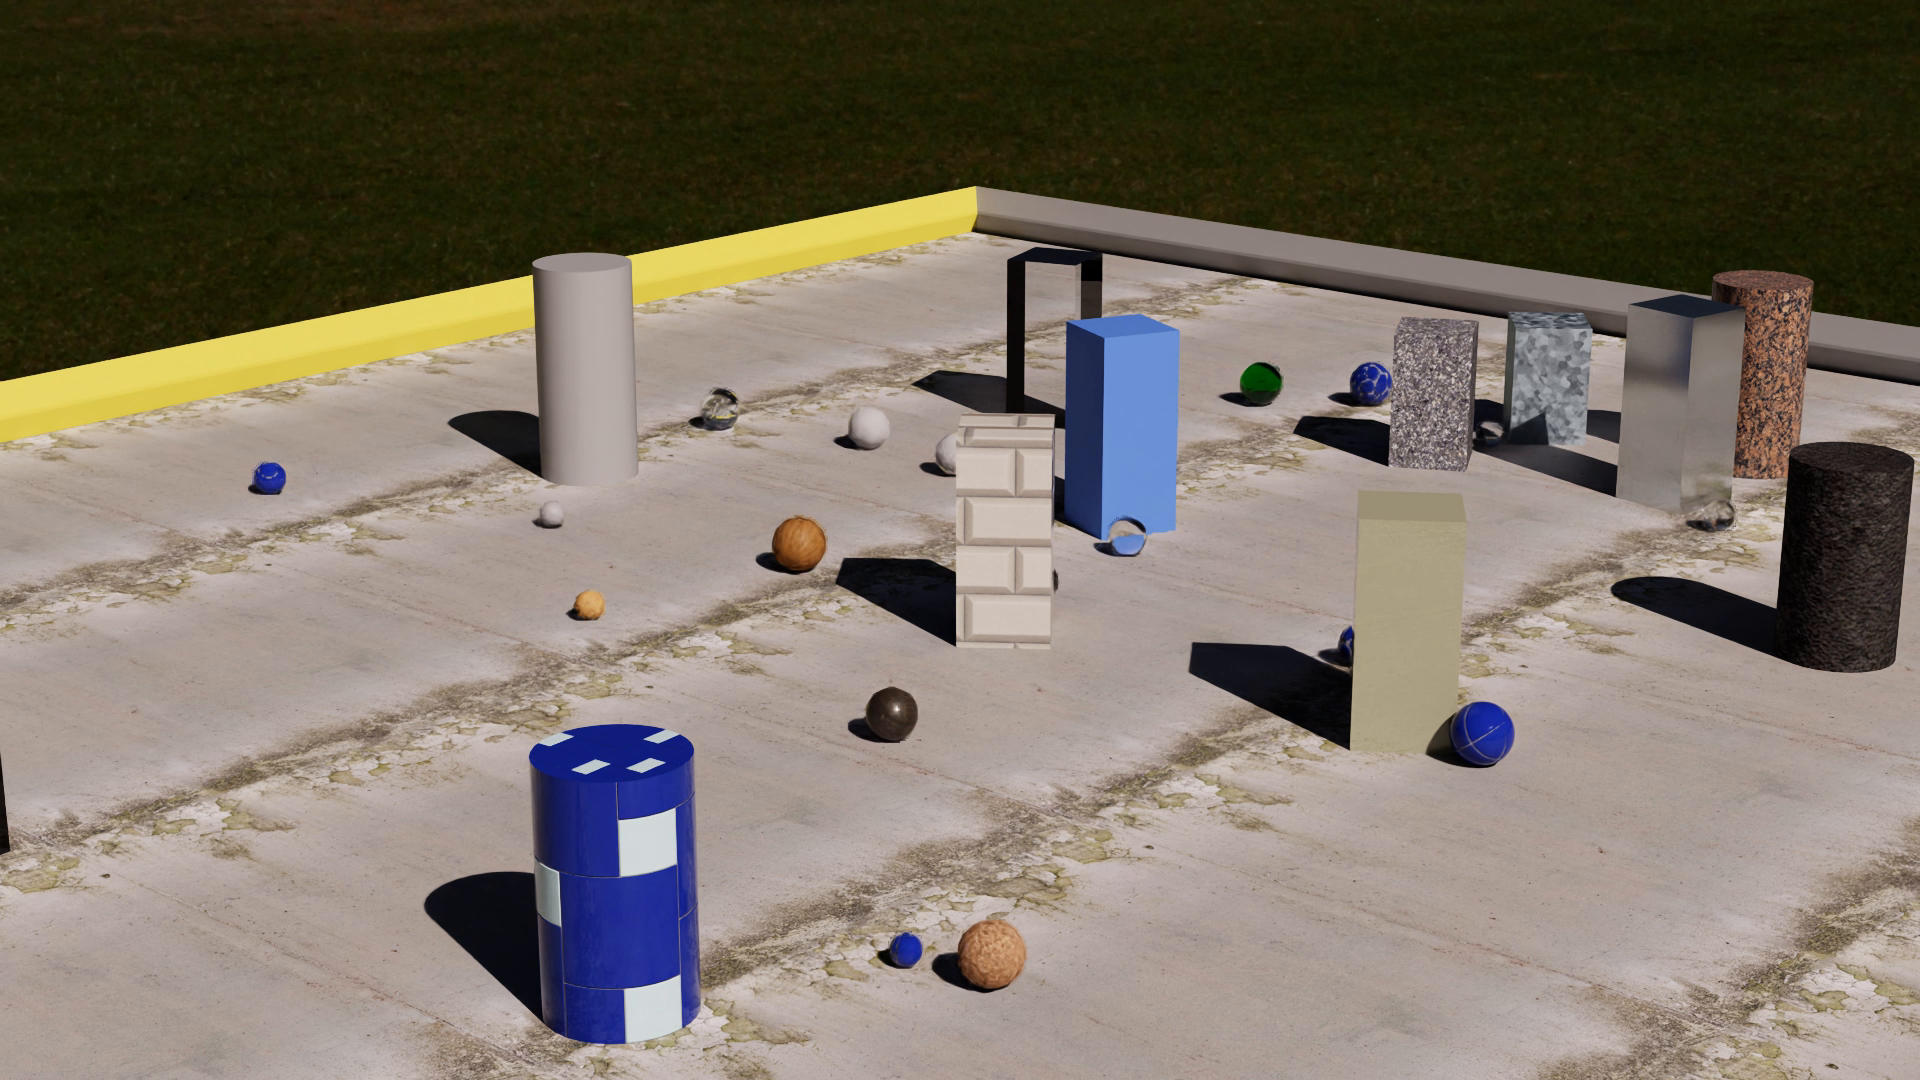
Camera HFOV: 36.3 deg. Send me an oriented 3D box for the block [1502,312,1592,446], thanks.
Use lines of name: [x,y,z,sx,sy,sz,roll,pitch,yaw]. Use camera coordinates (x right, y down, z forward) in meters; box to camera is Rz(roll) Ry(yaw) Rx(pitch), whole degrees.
block: [1.229,-0.339,6.144,0.156,0.247,0.156,1,17,4]

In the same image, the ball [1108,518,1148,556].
ball: [0.306,-0.007,5.348,0.070,0.070,0.070,0,17,0]

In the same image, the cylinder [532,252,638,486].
cylinder: [-0.743,-0.340,5.829,0.194,0.431,0.194,0,17,0]

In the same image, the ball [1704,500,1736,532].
ball: [1.424,-0.046,5.497,0.059,0.059,0.059,0,17,0]

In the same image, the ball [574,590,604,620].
ball: [-0.630,0.111,4.991,0.051,0.051,0.051,0,17,0]

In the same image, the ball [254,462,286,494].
ball: [-1.351,-0.121,5.740,0.064,0.064,0.064,0,17,0]

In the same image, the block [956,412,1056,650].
block: [0.076,-0.016,4.876,0.156,0.361,0.156,1,17,3]

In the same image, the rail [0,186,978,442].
rail: [-1.633,-0.378,6.477,0.045,0.126,5.170,14,22,39]

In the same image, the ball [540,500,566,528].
ball: [-0.768,-0.049,5.524,0.050,0.050,0.050,0,17,0]

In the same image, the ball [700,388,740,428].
ball: [-0.509,-0.278,6.222,0.086,0.086,0.086,0,17,0]

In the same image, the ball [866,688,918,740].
ball: [-0.103,0.263,4.435,0.081,0.081,0.081,0,17,0]

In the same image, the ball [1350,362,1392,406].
ball: [0.899,-0.341,6.413,0.095,0.095,0.095,0,17,0]

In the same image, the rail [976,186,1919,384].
rail: [1.679,-0.527,6.972,4.371,0.126,0.045,14,22,39]

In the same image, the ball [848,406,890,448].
ball: [-0.189,-0.233,6.067,0.088,0.088,0.088,0,17,0]

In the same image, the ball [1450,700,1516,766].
ball: [0.772,0.286,4.335,0.096,0.096,0.096,0,17,0]

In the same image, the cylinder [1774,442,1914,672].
cylinder: [1.439,0.026,4.780,0.194,0.335,0.194,0,17,0]

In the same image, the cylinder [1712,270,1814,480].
cylinder: [1.597,-0.333,5.884,0.194,0.385,0.194,0,17,0]

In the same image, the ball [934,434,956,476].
ball: [-0.009,-0.171,5.869,0.084,0.084,0.084,0,17,0]

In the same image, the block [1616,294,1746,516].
block: [1.388,-0.263,5.652,0.156,0.385,0.156,-12,21,-36]

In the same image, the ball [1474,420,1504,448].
ball: [1.096,-0.221,6.078,0.059,0.059,0.059,0,17,0]

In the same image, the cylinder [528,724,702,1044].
cylinder: [-0.412,0.410,3.514,0.194,0.332,0.194,0,17,0]

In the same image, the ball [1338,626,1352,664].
ball: [0.649,0.170,4.762,0.069,0.069,0.069,0,17,0]

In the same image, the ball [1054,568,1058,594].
ball: [0.128,0.072,5.061,0.085,0.085,0.085,0,17,0]

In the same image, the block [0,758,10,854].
block: [-1.414,0.313,3.978,0.156,0.249,0.156,12,21,35]

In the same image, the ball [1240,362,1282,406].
ball: [0.659,-0.342,6.418,0.094,0.094,0.094,0,17,0]

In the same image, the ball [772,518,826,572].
ball: [-0.288,0.008,5.253,0.097,0.097,0.097,0,17,0]

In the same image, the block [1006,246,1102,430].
block: [0.202,-0.432,6.266,0.156,0.354,0.156,7,18,23]

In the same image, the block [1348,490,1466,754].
block: [0.671,0.123,4.412,0.156,0.362,0.156,2,17,6]

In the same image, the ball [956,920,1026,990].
ball: [0.038,0.510,3.610,0.085,0.085,0.085,0,17,0]

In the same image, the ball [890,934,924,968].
ball: [-0.067,0.514,3.671,0.043,0.043,0.043,0,17,0]

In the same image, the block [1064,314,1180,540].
block: [0.301,-0.213,5.488,0.156,0.384,0.156,-7,18,-23]

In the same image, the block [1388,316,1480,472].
block: [0.962,-0.297,5.952,0.156,0.277,0.156,4,17,13]
